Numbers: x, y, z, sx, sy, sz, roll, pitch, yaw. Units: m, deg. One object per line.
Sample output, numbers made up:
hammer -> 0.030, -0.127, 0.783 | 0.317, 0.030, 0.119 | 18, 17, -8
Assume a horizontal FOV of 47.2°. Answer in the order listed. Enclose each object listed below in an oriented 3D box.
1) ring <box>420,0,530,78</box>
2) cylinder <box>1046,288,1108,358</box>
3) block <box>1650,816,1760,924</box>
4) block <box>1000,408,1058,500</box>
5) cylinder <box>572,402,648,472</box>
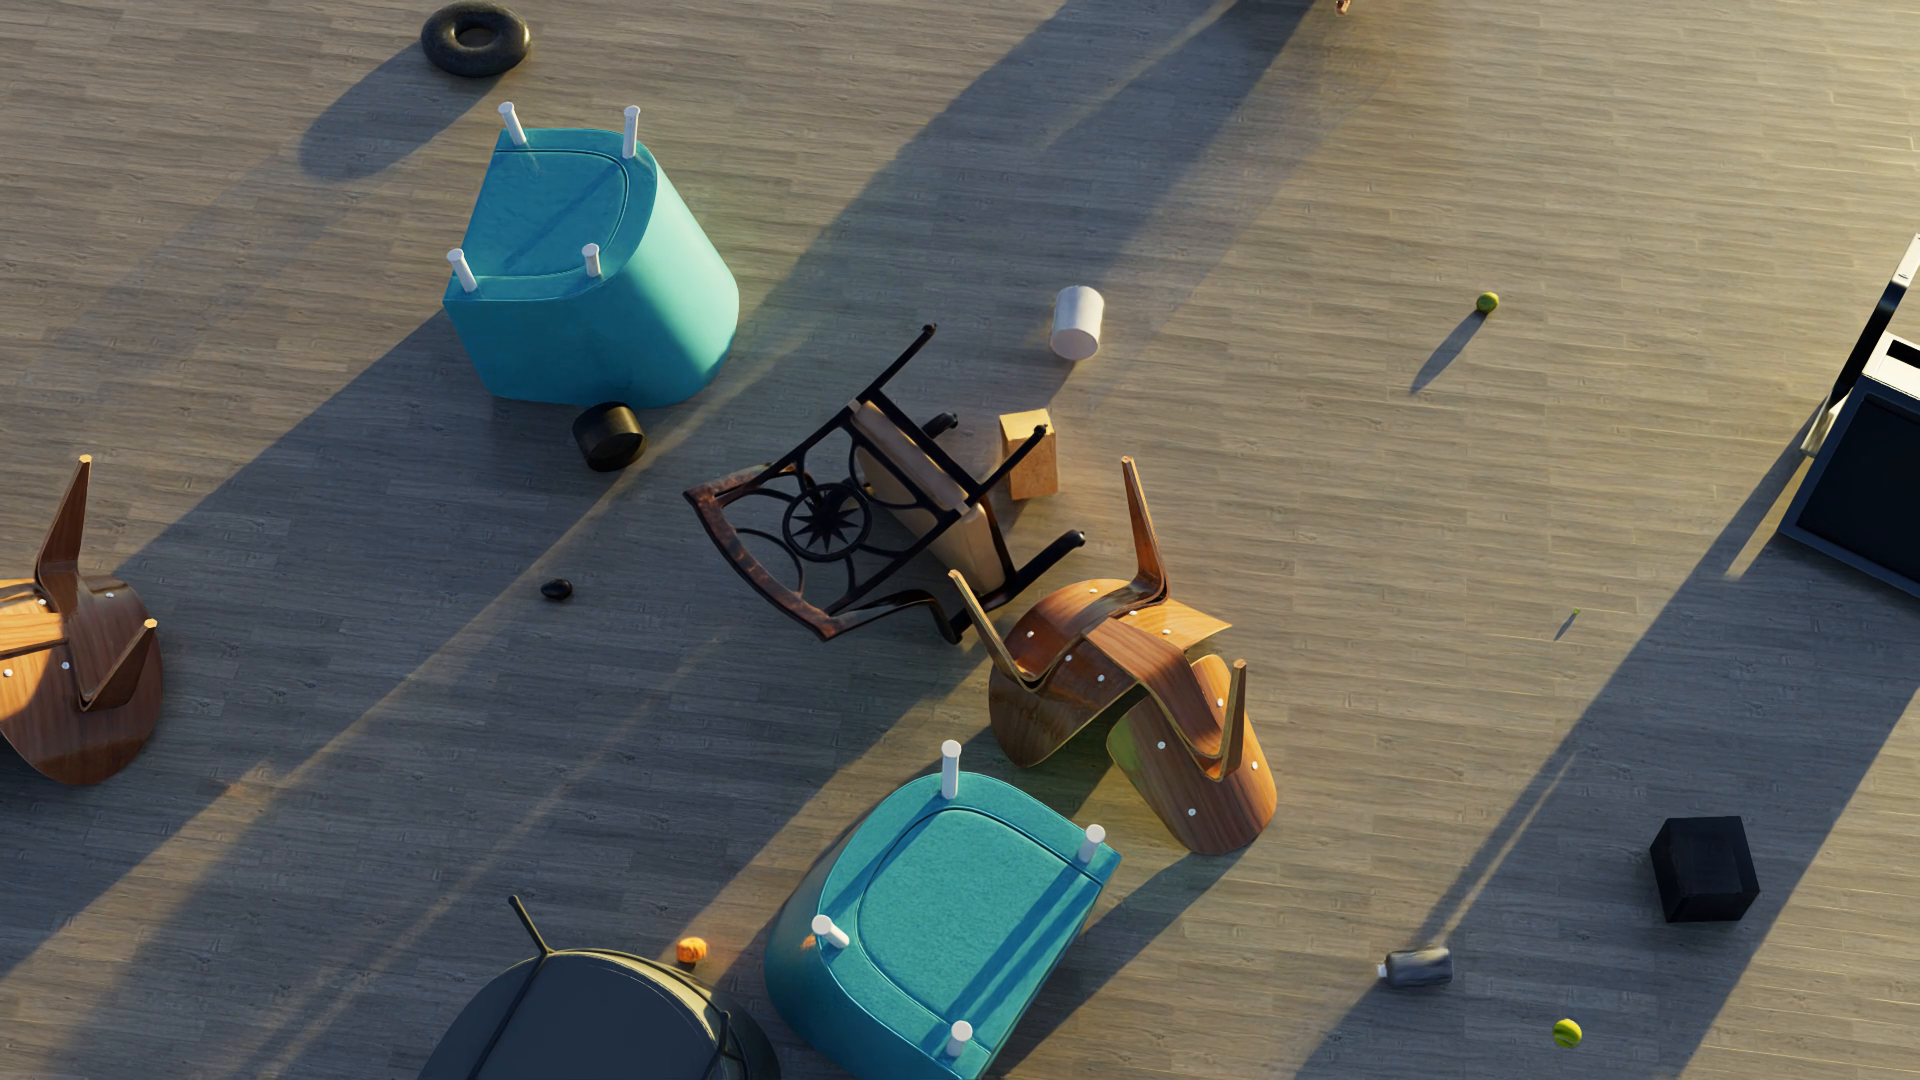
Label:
ring -> -1.696, -1.758, 7.705 | 0.402, 0.082, 0.358 | 27, 59, 18
cylinder -> 0.369, -0.686, 6.941 | 0.150, 0.155, 0.175 | 29, 42, 0
block -> 1.986, 0.880, 5.873 | 0.197, 0.183, 0.219 | -2, 56, -1
block -> 0.206, -0.256, 6.594 | 0.141, 0.216, 0.138 | -9, 36, -6
cylinder -> -1.064, -0.313, 6.683 | 0.194, 0.170, 0.131 | -19, 58, -18
